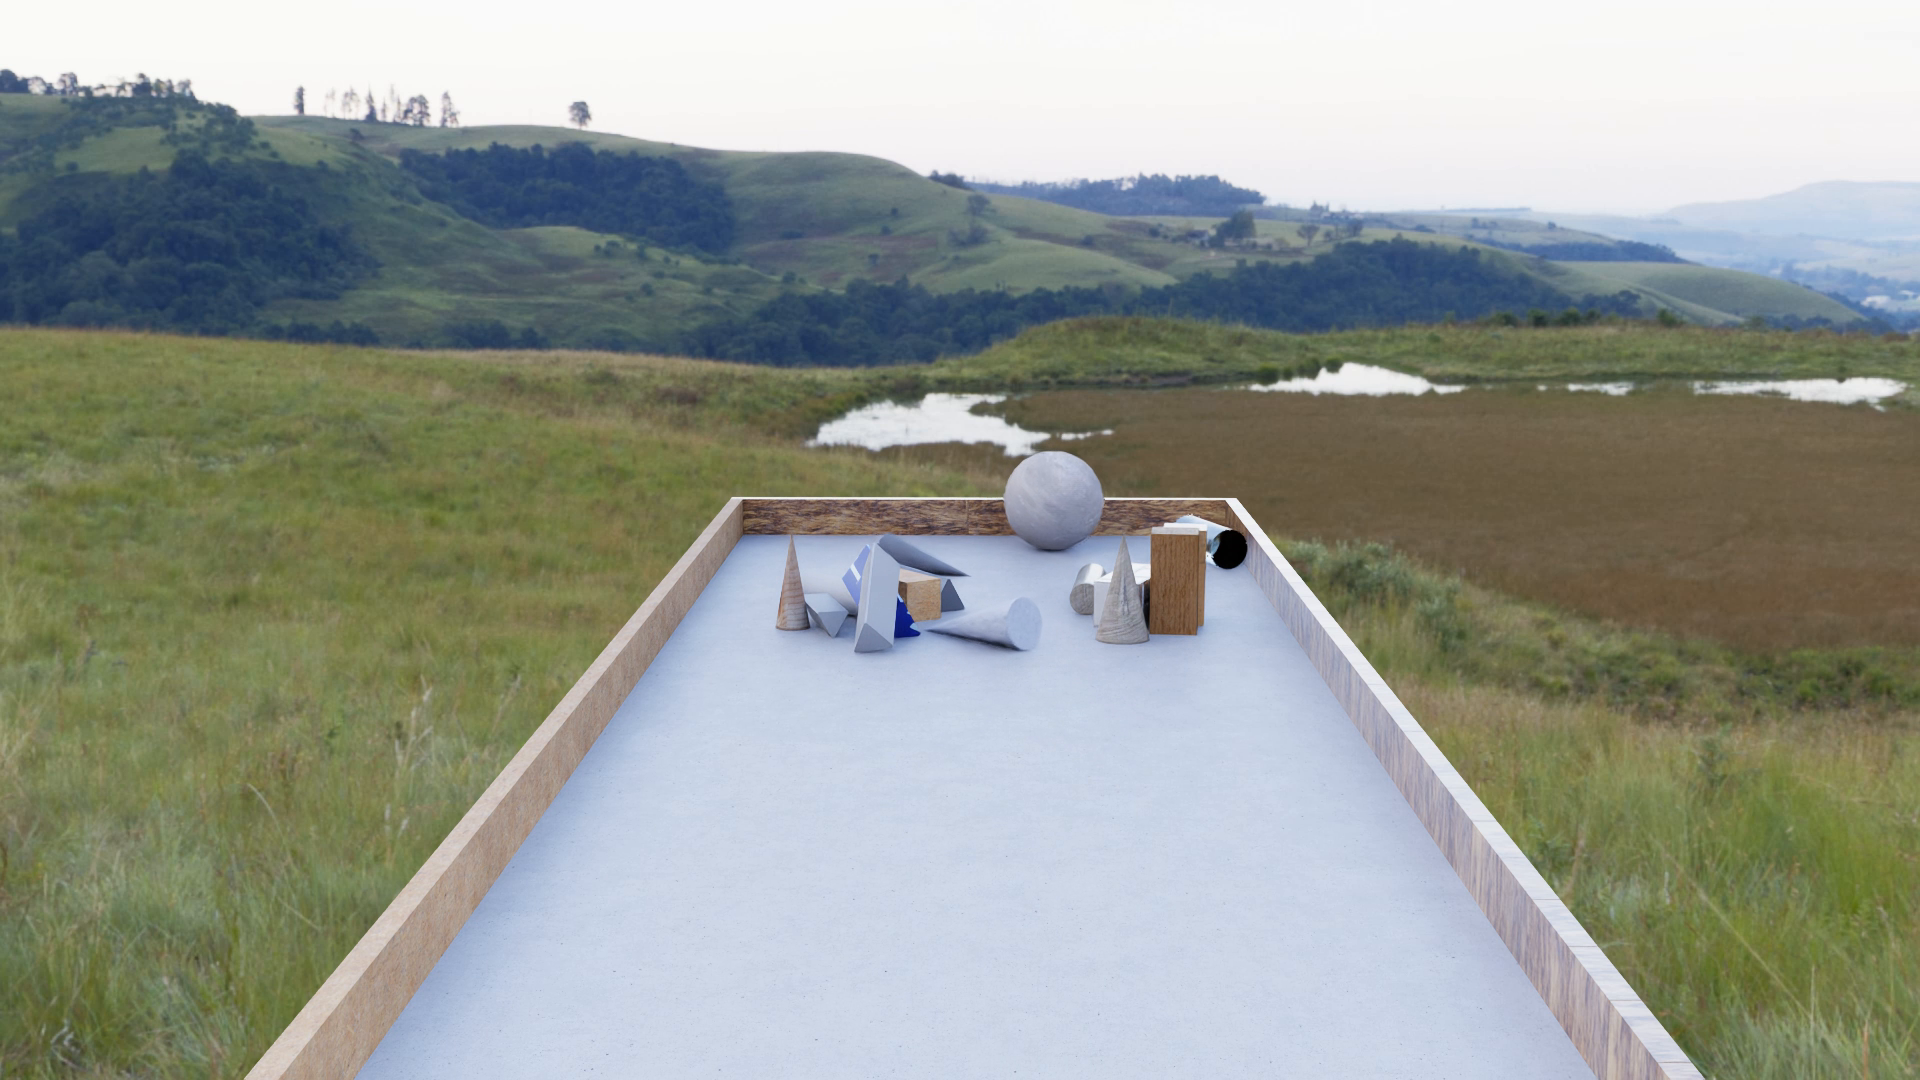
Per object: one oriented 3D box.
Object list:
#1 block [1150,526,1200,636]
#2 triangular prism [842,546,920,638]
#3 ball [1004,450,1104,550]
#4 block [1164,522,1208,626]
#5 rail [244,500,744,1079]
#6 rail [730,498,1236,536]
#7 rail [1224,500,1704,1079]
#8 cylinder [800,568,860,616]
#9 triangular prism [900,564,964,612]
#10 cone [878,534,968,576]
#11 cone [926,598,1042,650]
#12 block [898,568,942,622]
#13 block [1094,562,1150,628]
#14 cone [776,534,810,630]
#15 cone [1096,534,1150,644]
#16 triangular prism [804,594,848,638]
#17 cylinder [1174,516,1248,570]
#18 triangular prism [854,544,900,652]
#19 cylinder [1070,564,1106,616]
[{"bbox_3d":[0.695,0.132,7.131,0.152,0.328,0.152,1,9,7],"label":"block"},{"bbox_3d":[-0.252,0.162,7.150,0.152,0.132,0.369,-4,31,-20],"label":"triangular prism"},{"bbox_3d":[0.371,-0.158,8.746,0.395,0.395,0.395,0,9,0],"label":"ball"},{"bbox_3d":[0.741,0.113,7.272,0.140,0.318,0.140,2,9,7],"label":"block"},{"bbox_3d":[-1.004,0.839,3.234,0.050,0.150,12.000,0,9,1],"label":"rail"},{"bbox_3d":[0.099,-0.098,9.147,2.100,0.150,0.050,0,9,1],"label":"rail"},{"bbox_3d":[1.046,0.843,3.208,0.050,0.150,12.000,0,9,1],"label":"rail"},{"bbox_3d":[-0.422,0.181,7.486,0.121,0.121,0.420,-7,11,-38],"label":"cylinder"},{"bbox_3d":[-0.124,0.163,7.612,0.126,0.109,0.339,-5,10,-30],"label":"triangular prism"},{"bbox_3d":[-0.123,0.090,8.217,0.369,0.141,0.141,15,14,21],"label":"cone"},{"bbox_3d":[0.040,0.277,7.002,0.451,0.165,0.165,-6,3,44],"label":"cone"},{"bbox_3d":[-0.213,0.181,7.431,0.136,0.136,0.323,-6,11,-35],"label":"block"},{"bbox_3d":[0.582,0.186,7.341,0.154,0.154,0.385,4,10,22],"label":"block"},{"bbox_3d":[-0.548,0.127,7.178,0.115,0.322,0.115,0,9,0],"label":"cone"},{"bbox_3d":[0.518,0.145,6.983,0.173,0.349,0.173,0,9,0],"label":"cone"},{"bbox_3d":[-0.458,0.227,7.170,0.085,0.098,0.319,29,0,-17],"label":"triangular prism"},{"bbox_3d":[0.957,0.007,8.481,0.153,0.153,0.388,-3,9,-17],"label":"cylinder"},{"bbox_3d":[-0.272,0.173,6.934,0.123,0.106,0.417,-9,35,9],"label":"triangular prism"},{"bbox_3d":[0.446,0.168,7.606,0.108,0.108,0.409,1,9,6],"label":"cylinder"}]
